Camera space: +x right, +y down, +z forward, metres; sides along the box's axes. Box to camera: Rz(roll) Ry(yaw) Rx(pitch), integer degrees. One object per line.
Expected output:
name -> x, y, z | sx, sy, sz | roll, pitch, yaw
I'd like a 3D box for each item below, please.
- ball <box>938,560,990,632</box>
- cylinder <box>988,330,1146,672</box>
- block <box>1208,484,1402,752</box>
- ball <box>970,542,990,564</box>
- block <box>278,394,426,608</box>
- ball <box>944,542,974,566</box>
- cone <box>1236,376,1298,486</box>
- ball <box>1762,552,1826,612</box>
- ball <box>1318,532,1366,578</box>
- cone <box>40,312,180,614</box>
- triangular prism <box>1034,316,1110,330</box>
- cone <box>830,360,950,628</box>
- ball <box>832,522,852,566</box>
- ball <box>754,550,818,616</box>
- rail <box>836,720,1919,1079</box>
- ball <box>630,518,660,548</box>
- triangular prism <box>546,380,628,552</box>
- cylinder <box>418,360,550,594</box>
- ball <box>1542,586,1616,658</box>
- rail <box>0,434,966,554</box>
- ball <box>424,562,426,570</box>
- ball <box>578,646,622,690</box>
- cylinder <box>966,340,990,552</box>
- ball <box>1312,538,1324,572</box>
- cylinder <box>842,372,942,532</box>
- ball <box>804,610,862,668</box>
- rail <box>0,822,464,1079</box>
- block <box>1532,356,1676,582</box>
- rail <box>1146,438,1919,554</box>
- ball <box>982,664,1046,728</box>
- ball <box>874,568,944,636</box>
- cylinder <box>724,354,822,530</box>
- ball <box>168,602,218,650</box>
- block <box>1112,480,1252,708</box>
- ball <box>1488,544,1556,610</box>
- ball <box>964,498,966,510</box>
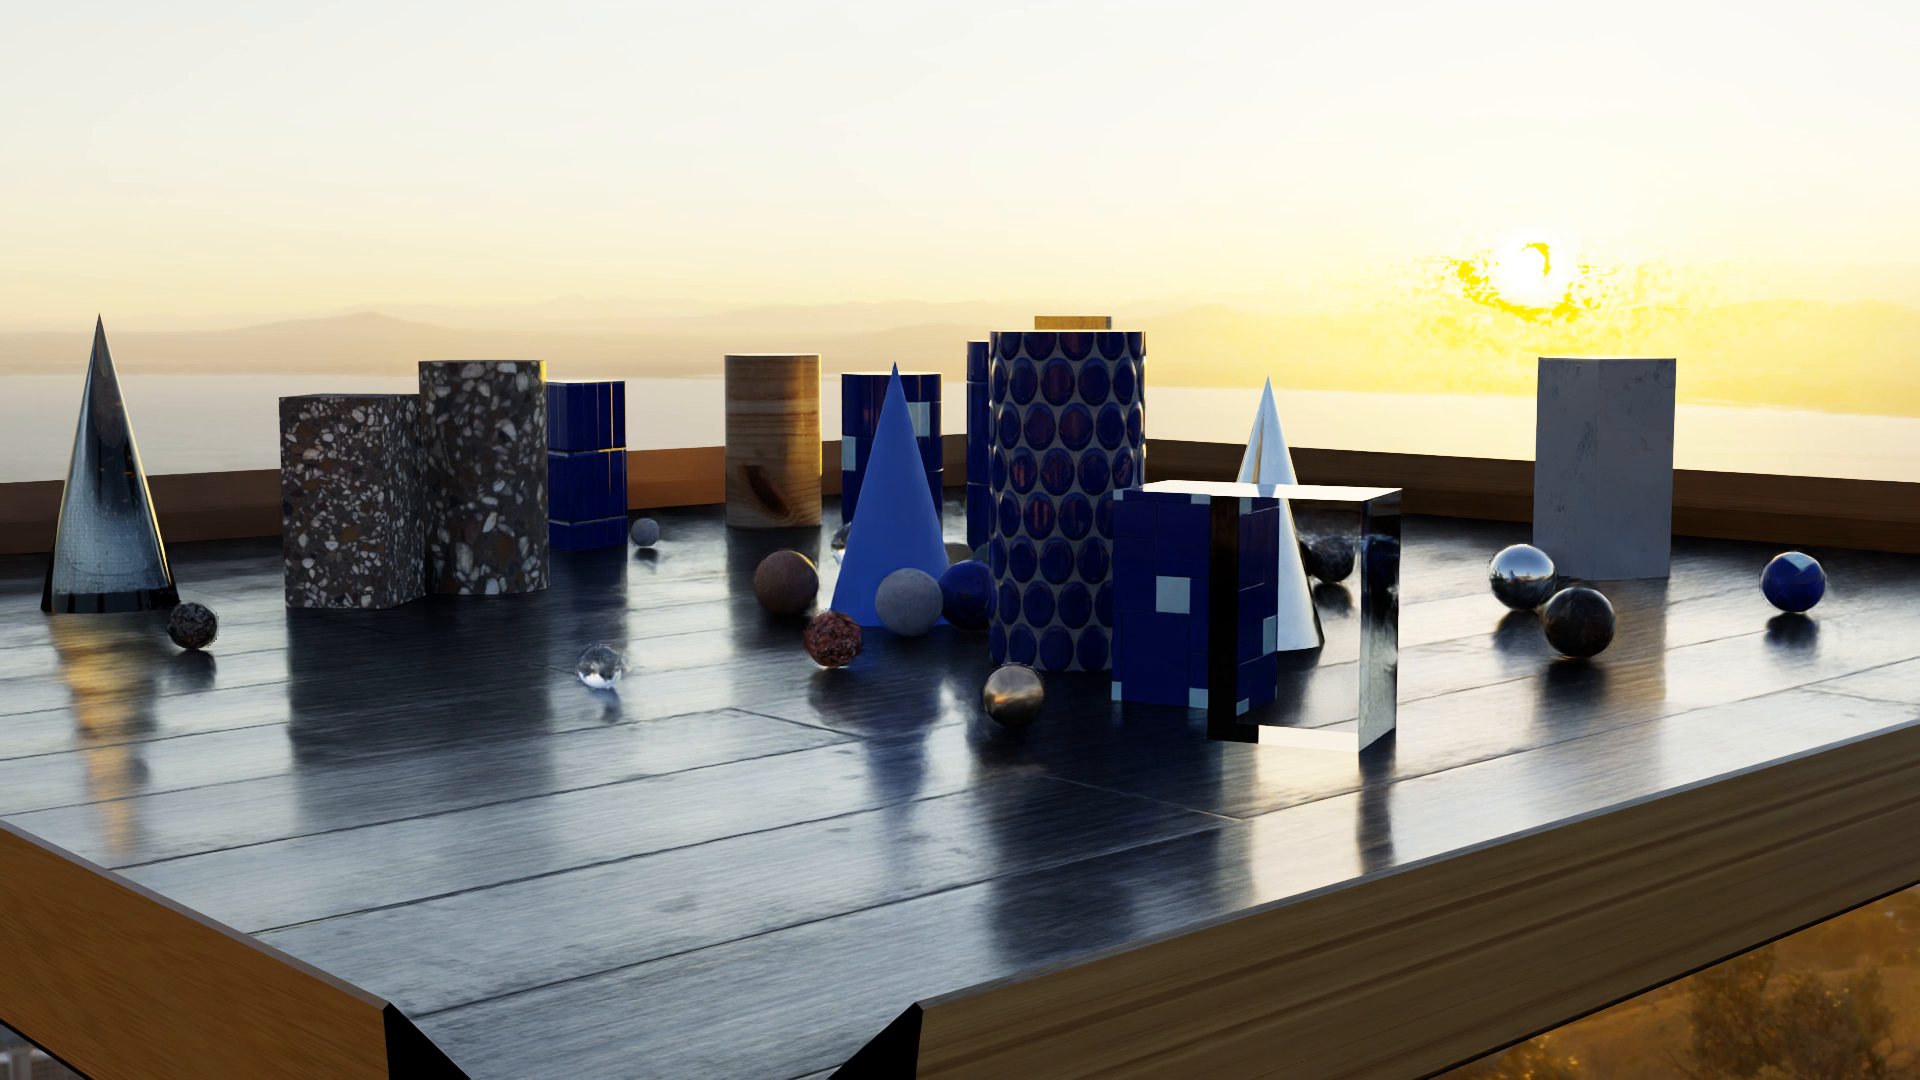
ball -> 0.016, 0.077, 3.068 | 0.100, 0.100, 0.100 | 0, 6, 0
cylinder -> 0.136, -0.056, 2.805 | 0.200, 0.420, 0.200 | 0, 6, 0
block -> 0.364, 0.077, 2.319 | 0.160, 0.256, 0.160 | 3, 7, 25
ball -> 0.056, 0.046, 3.421 | 0.089, 0.089, 0.089 | 0, 6, 0
block -> -0.930, -0.063, 3.376 | 0.160, 0.316, 0.160 | 1, 6, 7
ball -> -0.009, 0.038, 3.579 | 0.072, 0.072, 0.072 | 0, 6, 0
cone -> 0.422, -0.049, 3.028 | 0.200, 0.359, 0.200 | 0, 6, 0
ball -> 1.234, 0.063, 3.255 | 0.090, 0.090, 0.090 | 0, 6, 0
ball -> 0.636, 0.026, 3.667 | 0.078, 0.078, 0.078 | 0, 6, 0
cone -> -1.292, -0.122, 3.323 | 0.200, 0.445, 0.200 | 0, 6, 0
triangular prism -> 0.260, -0.228, 4.380 | 0.173, 0.435, 0.150 | 4, 7, 35
cone -> -0.094, -0.074, 3.189 | 0.200, 0.375, 0.200 | 0, 6, 0
ball -> -0.181, 0.011, 3.796 | 0.082, 0.082, 0.082 | 0, 6, 0
ball -> -0.255, 0.063, 3.229 | 0.095, 0.095, 0.095 | 0, 6, 0
rail -> 1.141, 0.162, 2.101 | 3.557, 0.130, 0.045 | -5, 8, -42
ball -> -0.596, -0.014, 4.160 | 0.055, 0.055, 0.055 | 0, 6, 0
triangular prism -> -0.705, -0.146, 4.187 | 0.150, 0.313, 0.173 | -4, 7, -33
cylinder -> -0.767, -0.106, 3.548 | 0.200, 0.365, 0.200 | 0, 6, 0
ball -> 0.795, 0.106, 2.825 | 0.092, 0.092, 0.092 | 0, 6, 0
rail -> -1.141, -0.094, 4.562 | 3.557, 0.130, 0.045 | -5, 8, -42
ball -> -0.893, 0.042, 3.503 | 0.079, 0.079, 0.079 | 0, 6, 0
ball -> -0.425, 0.151, 2.598 | 0.052, 0.052, 0.052 | 0, 6, 0
cylinder -> 0.110, -0.130, 3.631 | 0.200, 0.396, 0.200 | 0, 6, 0
ball -> 0.555, 0.032, 3.599 | 0.081, 0.081, 0.081 | 0, 6, 0
cylinder -> -0.134, -0.168, 4.343 | 0.200, 0.323, 0.200 | 0, 6, 0
ball -> -0.158, 0.124, 2.754 | 0.072, 0.072, 0.072 | 0, 6, 0
rail -> -1.290, 0.157, 2.148 | 0.045, 0.130, 3.414 | -5, 8, -42
block -> 1.090, -0.126, 3.725 | 0.160, 0.367, 0.160 | -2, 6, -23
rail -> 1.290, -0.089, 4.515 | 0.045, 0.130, 3.414 | -5, 8, -42
ball -> 0.058, 0.168, 2.358 | 0.067, 0.067, 0.067 | 0, 6, 0
ball -> -0.070, 0.085, 3.021 | 0.094, 0.094, 0.094 | 0, 6, 0
cylinder -> -0.388, -0.208, 4.572 | 0.200, 0.355, 0.200 | 0, 6, 0
ball -> -1.012, 0.114, 2.899 | 0.062, 0.062, 0.062 | 0, 6, 0
block -> 0.283, 0.060, 2.549 | 0.160, 0.242, 0.160 | 3, 7, 29
ball -> 0.838, 0.056, 3.277 | 0.099, 0.099, 0.099 | 0, 6, 0
ball -> 0.049, -0.076, 4.638 | 0.079, 0.079, 0.079 | 0, 6, 0
